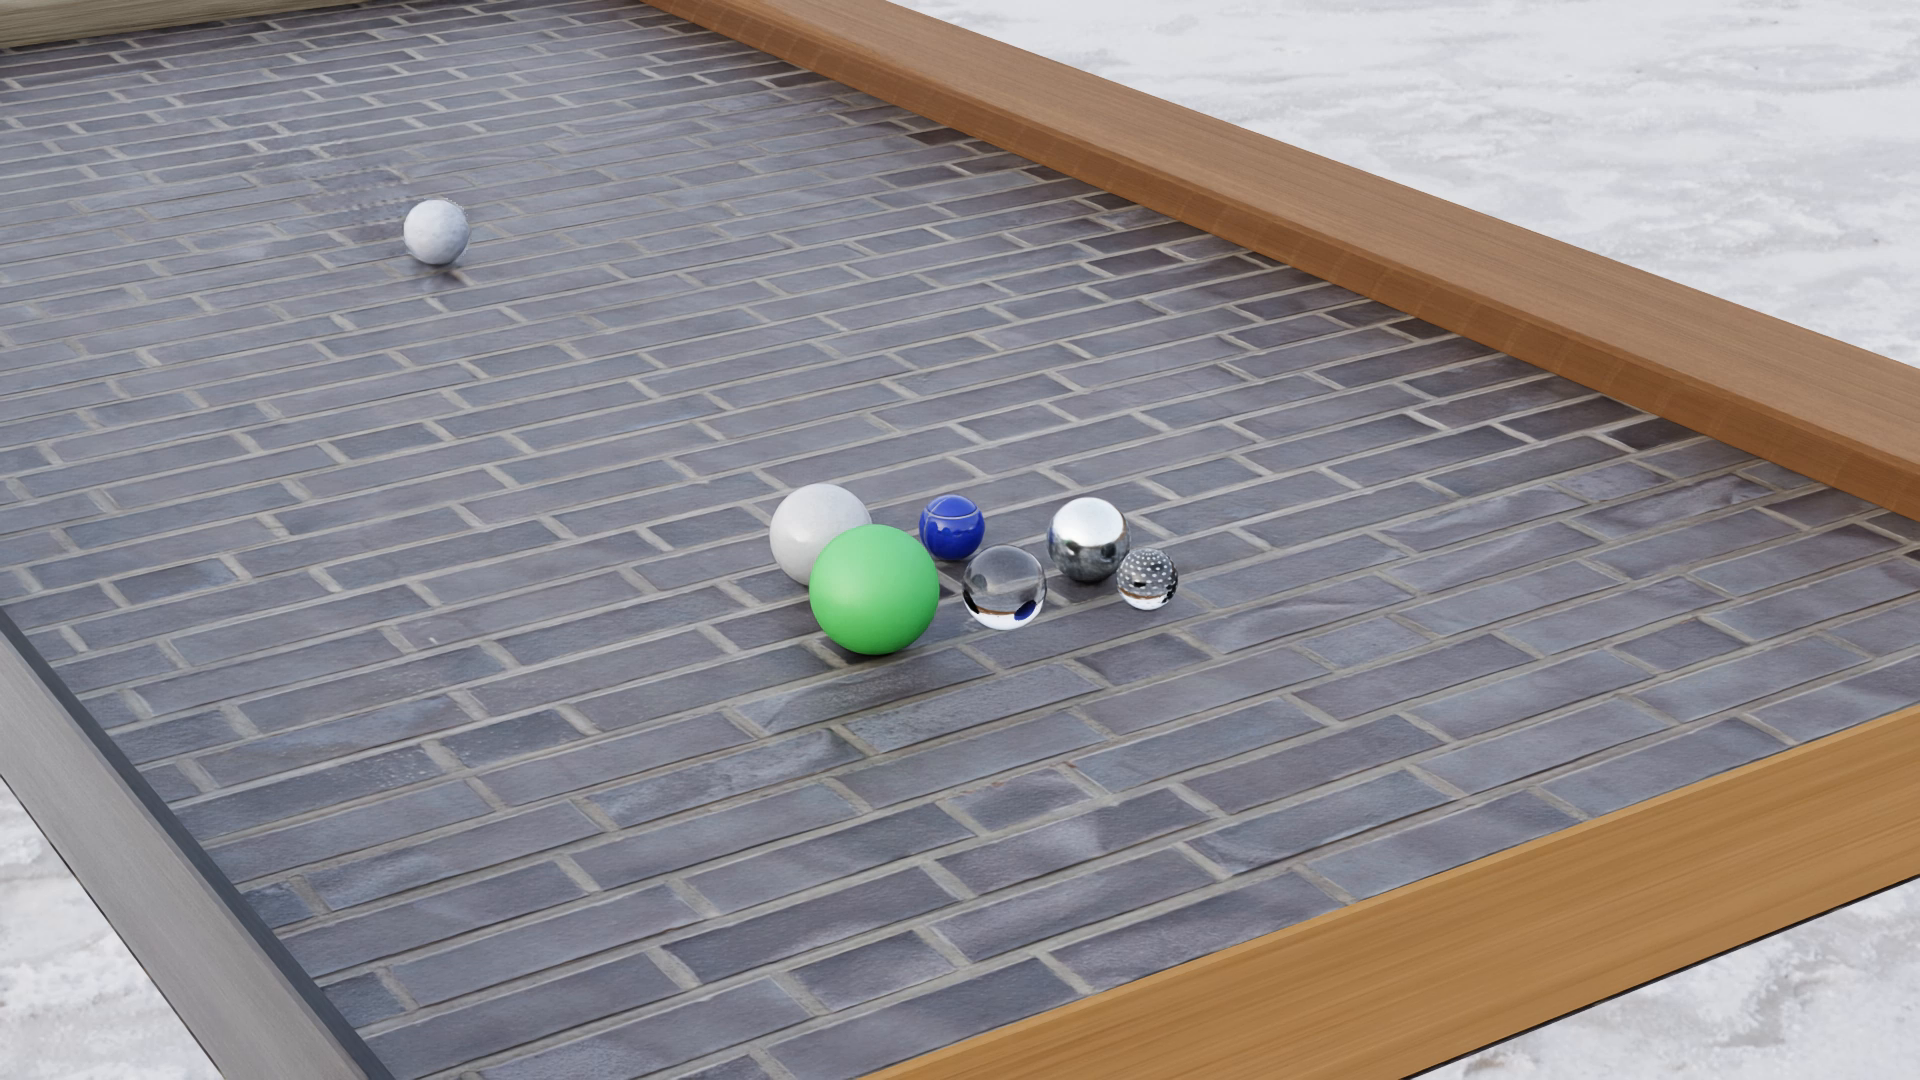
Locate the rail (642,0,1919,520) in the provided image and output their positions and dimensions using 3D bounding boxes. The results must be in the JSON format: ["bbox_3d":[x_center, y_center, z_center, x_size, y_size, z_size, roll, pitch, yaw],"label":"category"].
[{"bbox_3d":[0.203,-0.421,3.246,0.045,0.128,2.953,-14,27,-30],"label":"rail"}]

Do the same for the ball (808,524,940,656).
[{"bbox_3d":[-0.064,0.037,2.205,0.098,0.098,0.098,0,23,0],"label":"ball"}]

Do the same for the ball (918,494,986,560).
[{"bbox_3d":[-0.007,-0.010,2.373,0.054,0.054,0.054,0,23,0],"label":"ball"}]

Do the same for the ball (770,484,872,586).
[{"bbox_3d":[-0.109,-0.004,2.322,0.083,0.083,0.083,0,23,0],"label":"ball"}]

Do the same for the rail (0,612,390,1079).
[{"bbox_3d":[-1.002,-0.118,2.532,0.045,0.128,2.953,-14,27,-30],"label":"rail"}]

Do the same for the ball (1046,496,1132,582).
[{"bbox_3d":[0.102,0.000,2.333,0.068,0.068,0.068,0,23,0],"label":"ball"}]

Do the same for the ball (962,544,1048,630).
[{"bbox_3d":[0.034,0.036,2.249,0.066,0.066,0.066,0,23,0],"label":"ball"}]

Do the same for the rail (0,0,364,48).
[{"bbox_3d":[-1.187,-0.747,4.014,1.480,0.128,0.045,-14,27,-30],"label":"rail"}]

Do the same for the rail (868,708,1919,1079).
[{"bbox_3d":[0.387,0.207,1.764,1.480,0.128,0.045,-14,27,-30],"label":"rail"}]

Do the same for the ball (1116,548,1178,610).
[{"bbox_3d":[0.145,0.030,2.285,0.049,0.049,0.049,0,23,0],"label":"ball"}]

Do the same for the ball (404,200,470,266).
[{"bbox_3d":[-0.551,-0.324,3.094,0.069,0.069,0.069,0,23,0],"label":"ball"}]
